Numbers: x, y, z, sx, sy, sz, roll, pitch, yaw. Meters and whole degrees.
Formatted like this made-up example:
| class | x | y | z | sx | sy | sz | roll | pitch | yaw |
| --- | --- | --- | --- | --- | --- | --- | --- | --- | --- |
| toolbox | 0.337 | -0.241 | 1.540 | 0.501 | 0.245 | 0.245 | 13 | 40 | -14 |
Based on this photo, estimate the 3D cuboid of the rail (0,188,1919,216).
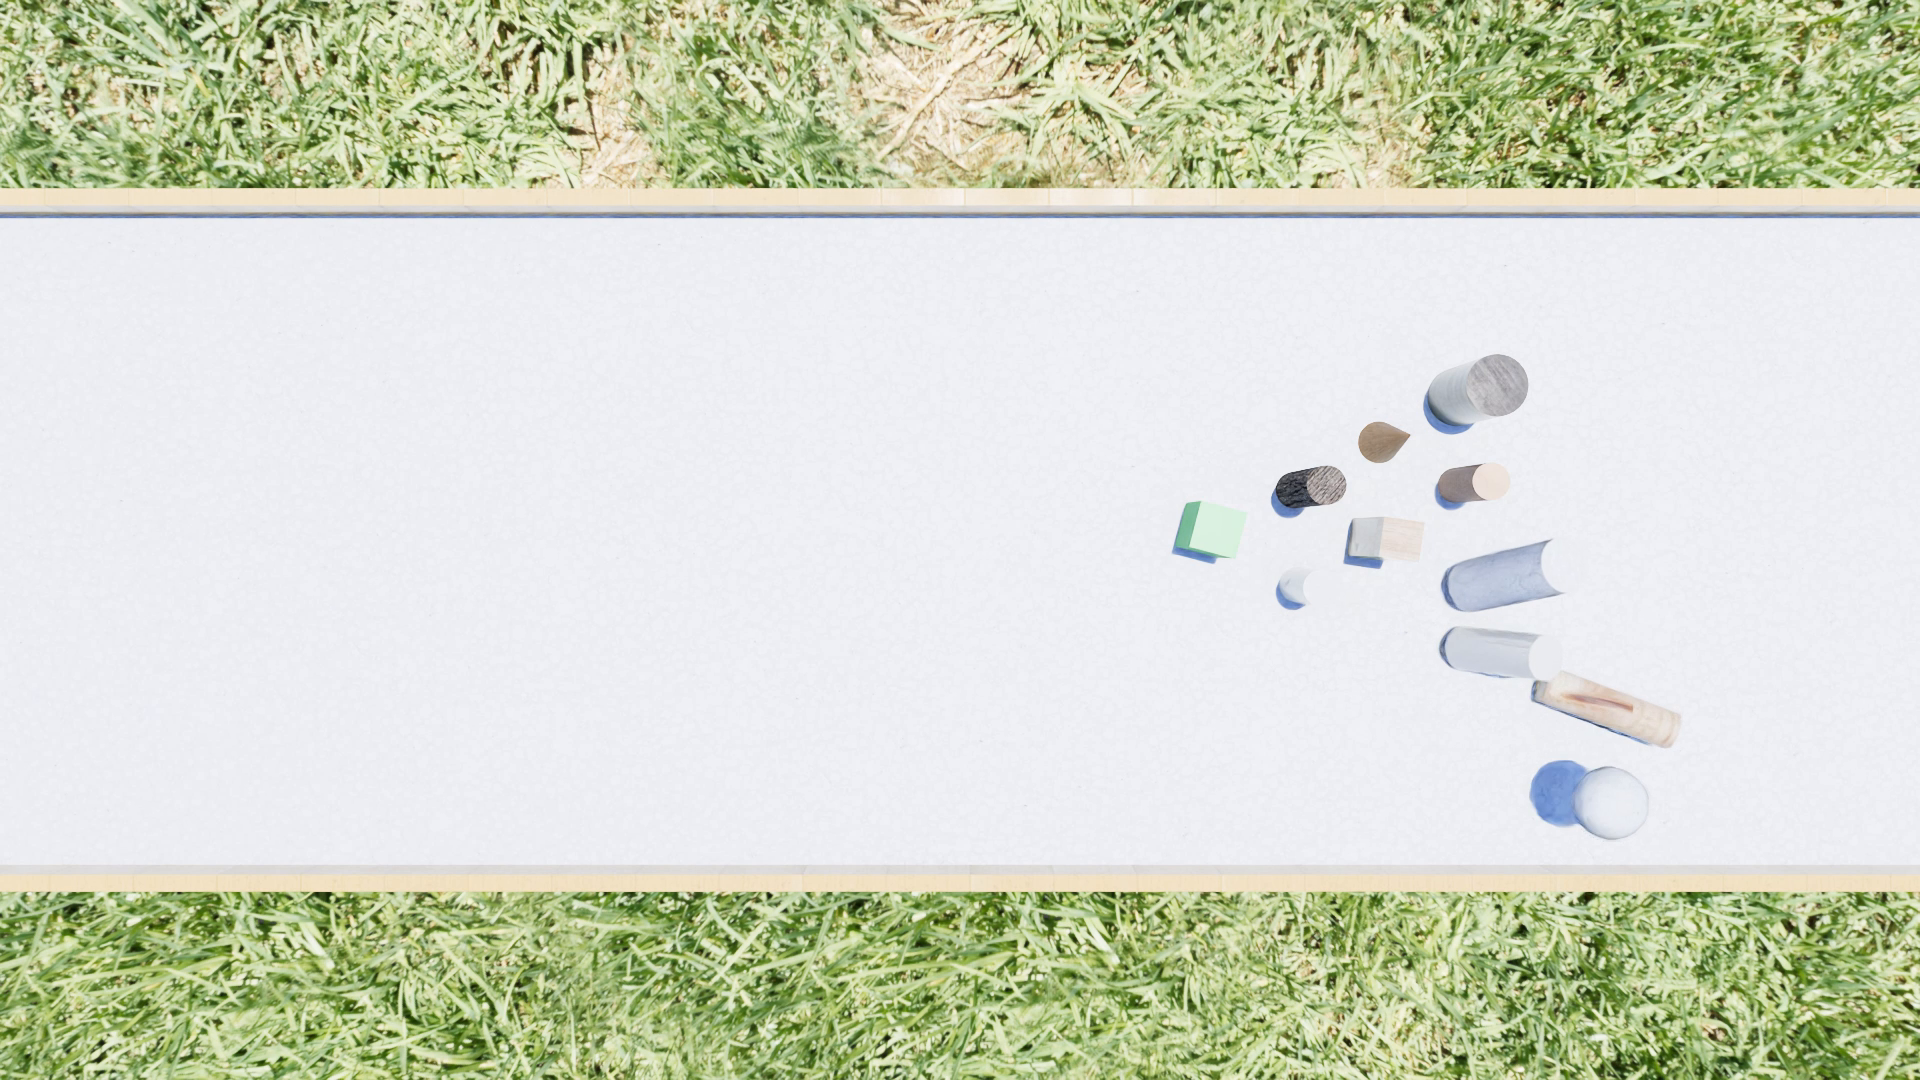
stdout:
| class | x | y | z | sx | sy | sz | roll | pitch | yaw |
| --- | --- | --- | --- | --- | --- | --- | --- | --- | --- |
| rail | -2.247 | -1.025 | 5.002 | 12.000 | 0.150 | 0.050 | 0 | 90 | 0 |

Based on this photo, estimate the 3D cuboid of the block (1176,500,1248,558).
| class | x | y | z | sx | sy | sz | roll | pitch | yaw |
| --- | --- | --- | --- | --- | --- | --- | --- | --- | --- |
| block | 0.745 | -0.030 | 4.916 | 0.138 | 0.322 | 0.138 | 15 | 90 | 0 |

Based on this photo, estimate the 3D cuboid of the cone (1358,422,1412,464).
| class | x | y | z | sx | sy | sz | roll | pitch | yaw |
| --- | --- | --- | --- | --- | --- | --- | --- | --- | --- |
| cone | 1.290 | -0.301 | 4.894 | 0.129 | 0.365 | 0.129 | 0 | 90 | 0 |

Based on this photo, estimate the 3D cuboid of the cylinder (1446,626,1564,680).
| class | x | y | z | sx | sy | sz | roll | pitch | yaw |
| --- | --- | --- | --- | --- | --- | --- | --- | --- | --- |
| cylinder | 1.612 | 0.334 | 4.895 | 0.135 | 0.338 | 0.135 | -1 | 92 | -26 |

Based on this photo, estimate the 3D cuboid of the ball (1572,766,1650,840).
| class | x | y | z | sx | sy | sz | roll | pitch | yaw |
| --- | --- | --- | --- | --- | --- | --- | --- | --- | --- |
| ball | 1.868 | 0.756 | 4.738 | 0.209 | 0.209 | 0.209 | 0 | 90 | 0 |

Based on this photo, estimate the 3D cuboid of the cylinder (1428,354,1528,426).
| class | x | y | z | sx | sy | sz | roll | pitch | yaw |
| --- | --- | --- | --- | --- | --- | --- | --- | --- | --- |
| cylinder | 1.527 | -0.440 | 4.882 | 0.178 | 0.389 | 0.178 | 0 | 90 | 0 |

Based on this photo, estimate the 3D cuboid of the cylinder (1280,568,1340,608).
| class | x | y | z | sx | sy | sz | roll | pitch | yaw |
| --- | --- | --- | --- | --- | --- | --- | --- | --- | --- |
| cylinder | 1.037 | 0.138 | 4.901 | 0.108 | 0.352 | 0.108 | 0 | 90 | 0 |

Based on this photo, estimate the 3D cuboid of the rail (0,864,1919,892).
| class | x | y | z | sx | sy | sz | roll | pitch | yaw |
| --- | --- | --- | --- | --- | --- | --- | --- | --- | --- |
| rail | -2.247 | 1.025 | 5.001 | 12.000 | 0.150 | 0.050 | 0 | 90 | 0 |

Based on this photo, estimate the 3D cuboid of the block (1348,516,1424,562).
| class | x | y | z | sx | sy | sz | roll | pitch | yaw |
| --- | --- | --- | --- | --- | --- | --- | --- | --- | --- |
| block | 1.257 | -0.001 | 4.885 | 0.115 | 0.384 | 0.115 | 8 | 90 | 0 |

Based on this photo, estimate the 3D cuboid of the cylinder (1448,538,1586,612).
| class | x | y | z | sx | sy | sz | roll | pitch | yaw |
| --- | --- | --- | --- | --- | --- | --- | --- | --- | --- |
| cylinder | 1.634 | 0.107 | 4.856 | 0.160 | 0.413 | 0.160 | 4 | 79 | -21 |

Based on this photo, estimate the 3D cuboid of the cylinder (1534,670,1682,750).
| class | x | y | z | sx | sy | sz | roll | pitch | yaw |
| --- | --- | --- | --- | --- | --- | --- | --- | --- | --- |
| cylinder | 1.964 | 0.507 | 5.005 | 0.409 | 0.116 | 0.116 | 21 | 90 | 4 |

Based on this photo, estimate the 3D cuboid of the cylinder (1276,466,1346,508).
| class | x | y | z | sx | sy | sz | roll | pitch | yaw |
| --- | --- | --- | --- | --- | --- | --- | --- | --- | --- |
| cylinder | 1.028 | -0.154 | 4.848 | 0.112 | 0.456 | 0.112 | 0 | 90 | 0 |

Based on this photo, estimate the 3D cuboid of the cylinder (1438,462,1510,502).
| class | x | y | z | sx | sy | sz | roll | pitch | yaw |
| --- | --- | --- | --- | --- | --- | --- | --- | --- | --- |
| cylinder | 1.525 | -0.168 | 4.904 | 0.108 | 0.345 | 0.108 | 0 | 90 | 0 |
